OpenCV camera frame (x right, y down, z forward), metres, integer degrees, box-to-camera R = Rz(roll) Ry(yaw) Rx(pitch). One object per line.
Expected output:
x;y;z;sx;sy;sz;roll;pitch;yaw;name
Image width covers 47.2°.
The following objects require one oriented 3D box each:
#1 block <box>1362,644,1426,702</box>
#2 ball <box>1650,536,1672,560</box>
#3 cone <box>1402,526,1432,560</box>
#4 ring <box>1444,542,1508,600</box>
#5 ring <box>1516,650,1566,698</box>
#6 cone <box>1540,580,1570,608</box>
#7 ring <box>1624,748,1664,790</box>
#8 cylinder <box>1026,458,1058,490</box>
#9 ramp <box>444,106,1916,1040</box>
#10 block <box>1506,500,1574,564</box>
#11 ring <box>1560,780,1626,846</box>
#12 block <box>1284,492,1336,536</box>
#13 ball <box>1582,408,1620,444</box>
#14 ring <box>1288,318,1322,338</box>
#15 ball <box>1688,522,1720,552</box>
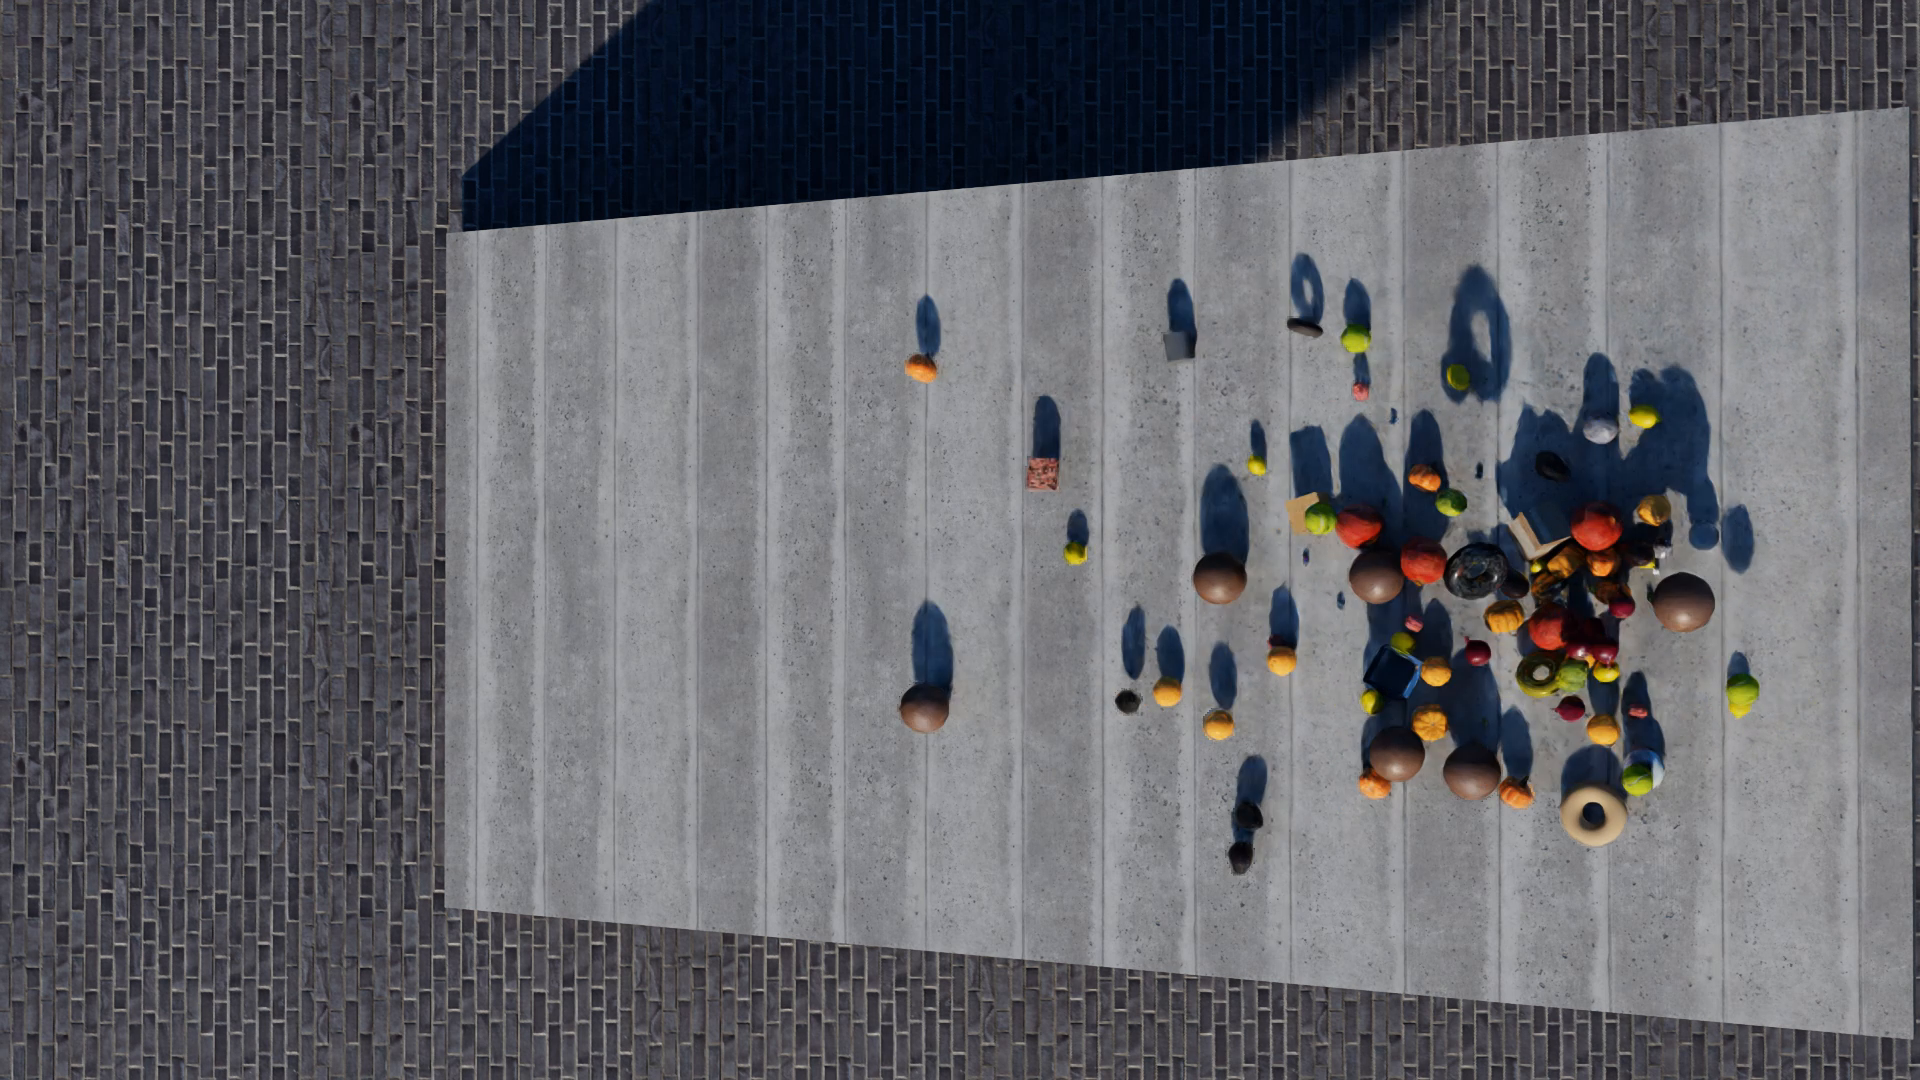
1.023;0.312;5.175;0.095;0.095;0.095;33;104;23;block
1.570;0.018;4.925;0.050;0.050;0.050;0;89;0;ball
1.063;-0.007;5.192;0.076;0.076;0.076;-18;51;0;cone
1.143;0.069;4.869;0.147;0.049;0.147;-6;126;-8;ring
1.330;0.306;5.029;0.117;0.039;0.117;-16;54;23;ring
1.339;0.122;4.978;0.062;0.062;0.062;-4;89;34;cone
1.537;0.515;4.940;0.094;0.031;0.094;6;100;39;ring
0.210;-0.167;5.596;0.077;0.077;0.077;4;88;0;cylinder
0.279;0.079;5.665;4.000;0.100;2.000;0;89;27;ramp
1.319;-0.019;5.002;0.091;0.091;0.091;-17;69;-19;block
1.436;0.618;4.987;0.149;0.050;0.149;-2;86;30;ring
0.841;-0.063;5.279;0.082;0.082;0.082;-19;81;26;block
1.449;-0.257;4.973;0.081;0.081;0.081;0;89;0;ball
0.828;-0.510;5.283;0.088;0.088;0.029;16;100;0;ring
1.649;-0.009;4.877;0.066;0.066;0.066;0;89;0;ball
